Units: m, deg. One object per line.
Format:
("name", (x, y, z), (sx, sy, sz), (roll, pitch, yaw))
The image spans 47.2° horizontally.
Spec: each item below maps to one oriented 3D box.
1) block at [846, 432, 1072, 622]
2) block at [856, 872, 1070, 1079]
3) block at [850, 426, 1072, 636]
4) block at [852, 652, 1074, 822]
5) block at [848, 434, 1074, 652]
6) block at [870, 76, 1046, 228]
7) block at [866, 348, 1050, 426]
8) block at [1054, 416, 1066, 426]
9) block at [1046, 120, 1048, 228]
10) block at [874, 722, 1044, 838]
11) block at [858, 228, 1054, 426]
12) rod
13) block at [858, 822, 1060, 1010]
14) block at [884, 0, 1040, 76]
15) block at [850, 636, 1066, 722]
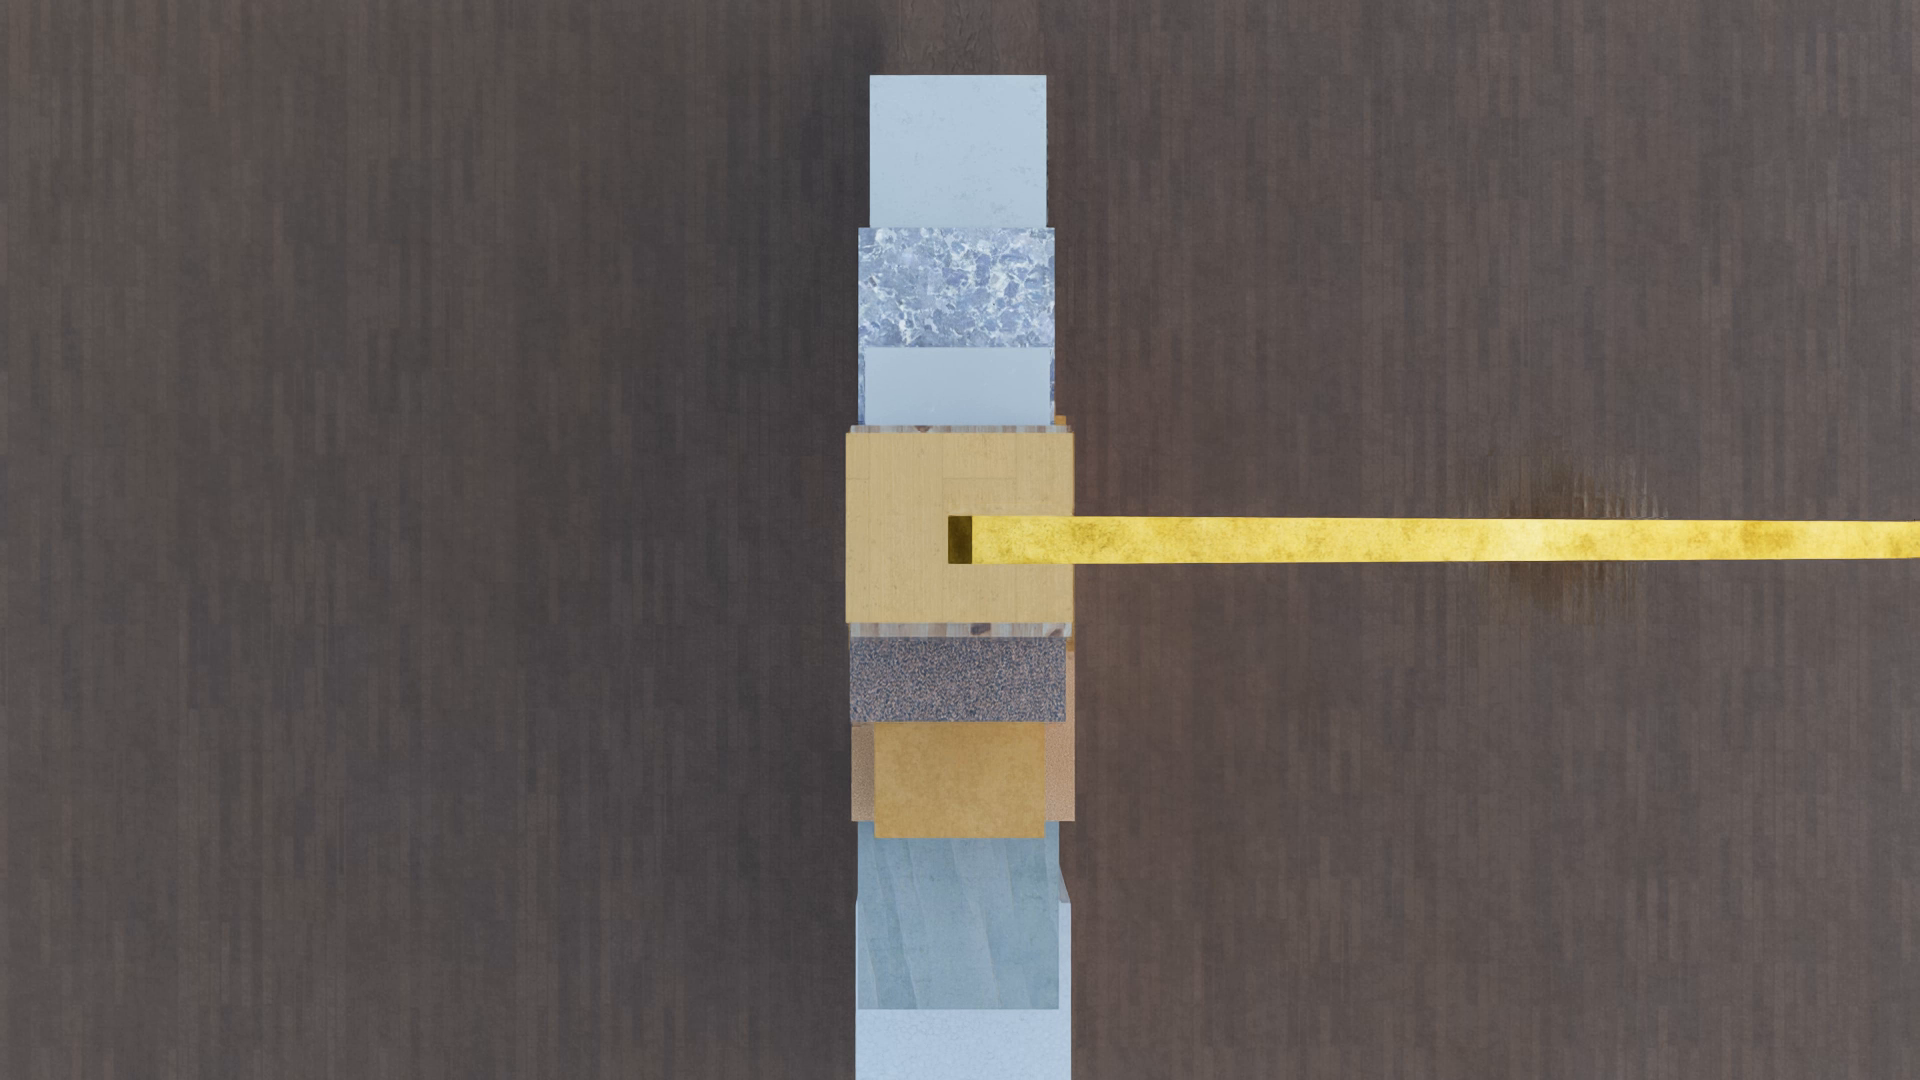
("block", (-0.003, -0.037, 7.830), (0.770, 0.750, 0.643), (0, 89, 0))
("block", (0.017, 2.535, 12.396), (1.154, 1.207, 1.174), (0, 90, 0))
("block", (0.004, -0.028, 8.588), (0.822, 0.766, 0.789), (0, 89, 0))
("block", (0.015, 0.906, 11.258), (1.088, 1.075, 0.929), (0, 90, 0))
("block", (0.007, 0.019, 10.230), (1.002, 0.993, 0.969), (0, 89, 0))
("block", (-0.010, -1.901, 11.433), (0.884, 0.802, 0.860), (0, 90, 0))
("block", (-0.010, -0.435, 9.374), (0.754, 0.732, 0.697), (0, 89, 0))
("block", (0.014, -0.087, 11.266), (1.008, 1.059, 1.030), (0, 90, 0))
("block", (0.001, -1.691, 12.417), (0.949, 1.166, 1.133), (0, 90, 0))
("block", (-0.001, 0.931, 10.307), (0.766, 0.828, 0.820), (0, 90, 0))
("block", (-0.016, -0.937, 10.295), (0.876, 0.926, 0.873), (0, 87, 0))
("rod", (2.234, 0.000, 5.001), (5.200, 0.080, 0.080), (0, 90, -31))
("block", (-0.008, 1.851, 11.333), (0.995, 0.921, 0.951), (0, 89, 0))
("block", (0.011, -2.695, 12.532), (0.854, 0.937, 0.854), (0, 90, 0))
("block", (-0.009, 0.335, 9.347), (0.881, 0.762, 0.821), (0, 89, 0))
